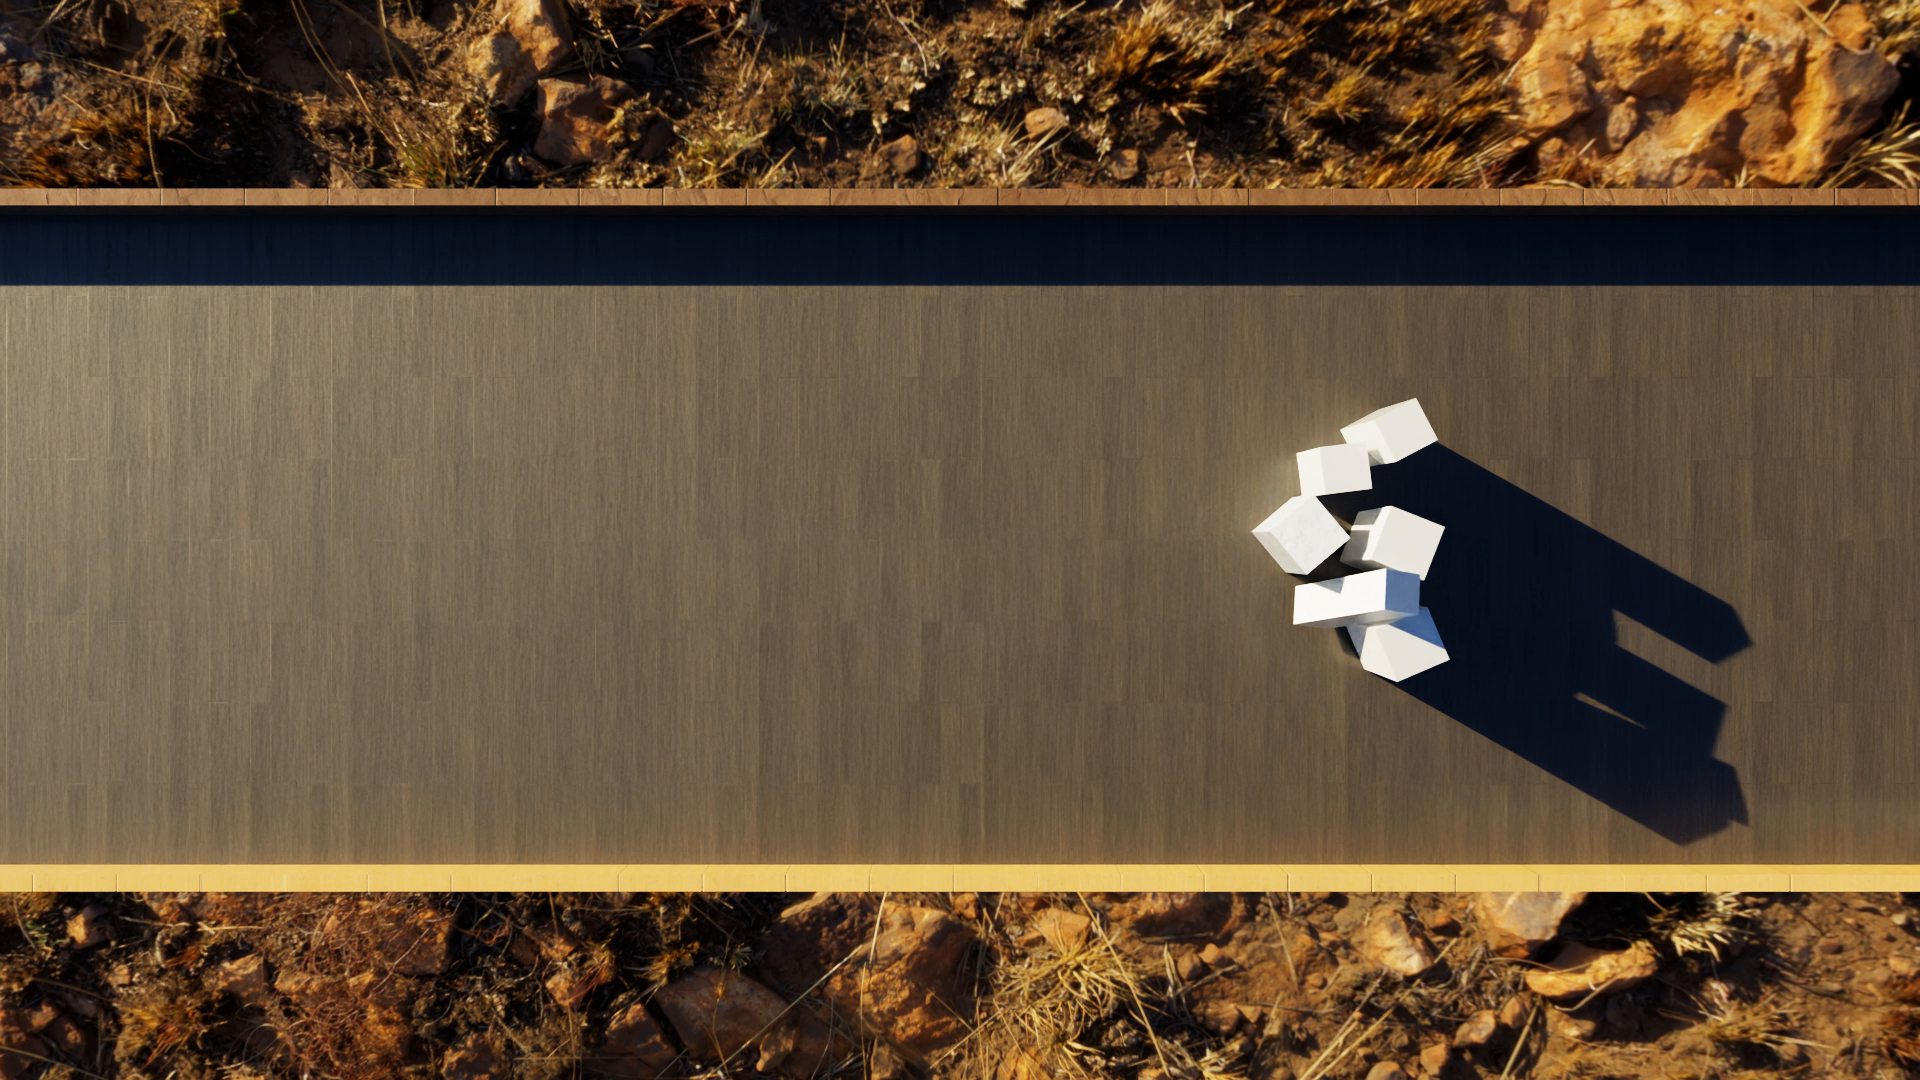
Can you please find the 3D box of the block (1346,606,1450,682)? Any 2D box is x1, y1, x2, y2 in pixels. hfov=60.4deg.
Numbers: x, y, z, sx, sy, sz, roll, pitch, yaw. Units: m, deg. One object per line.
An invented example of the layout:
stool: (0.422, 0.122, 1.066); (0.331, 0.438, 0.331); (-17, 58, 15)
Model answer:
block: (1.289, 0.295, 4.889); (0.162, 0.372, 0.162); (-23, 91, 0)

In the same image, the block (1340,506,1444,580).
block: (1.274, 0.014, 4.887); (0.164, 0.374, 0.164); (22, 88, 0)

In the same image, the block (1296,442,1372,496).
block: (1.113, -0.208, 4.917); (0.137, 0.319, 0.137); (-7, 90, 0)

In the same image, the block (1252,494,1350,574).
block: (1.013, -0.015, 4.922); (0.164, 0.309, 0.164); (-40, 90, 0)

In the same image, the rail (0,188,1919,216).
rail: (-2.247, -1.025, 5.002); (12.000, 0.150, 0.050); (0, 90, 0)

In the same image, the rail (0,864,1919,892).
rail: (-2.247, 1.025, 5.001); (12.000, 0.150, 0.050); (0, 90, 0)

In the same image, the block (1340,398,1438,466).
block: (1.260, -0.311, 4.868); (0.134, 0.416, 0.134); (-28, 90, 0)

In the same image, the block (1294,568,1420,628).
block: (1.158, 0.176, 4.839); (0.117, 0.450, 0.117); (9, 79, -21)
